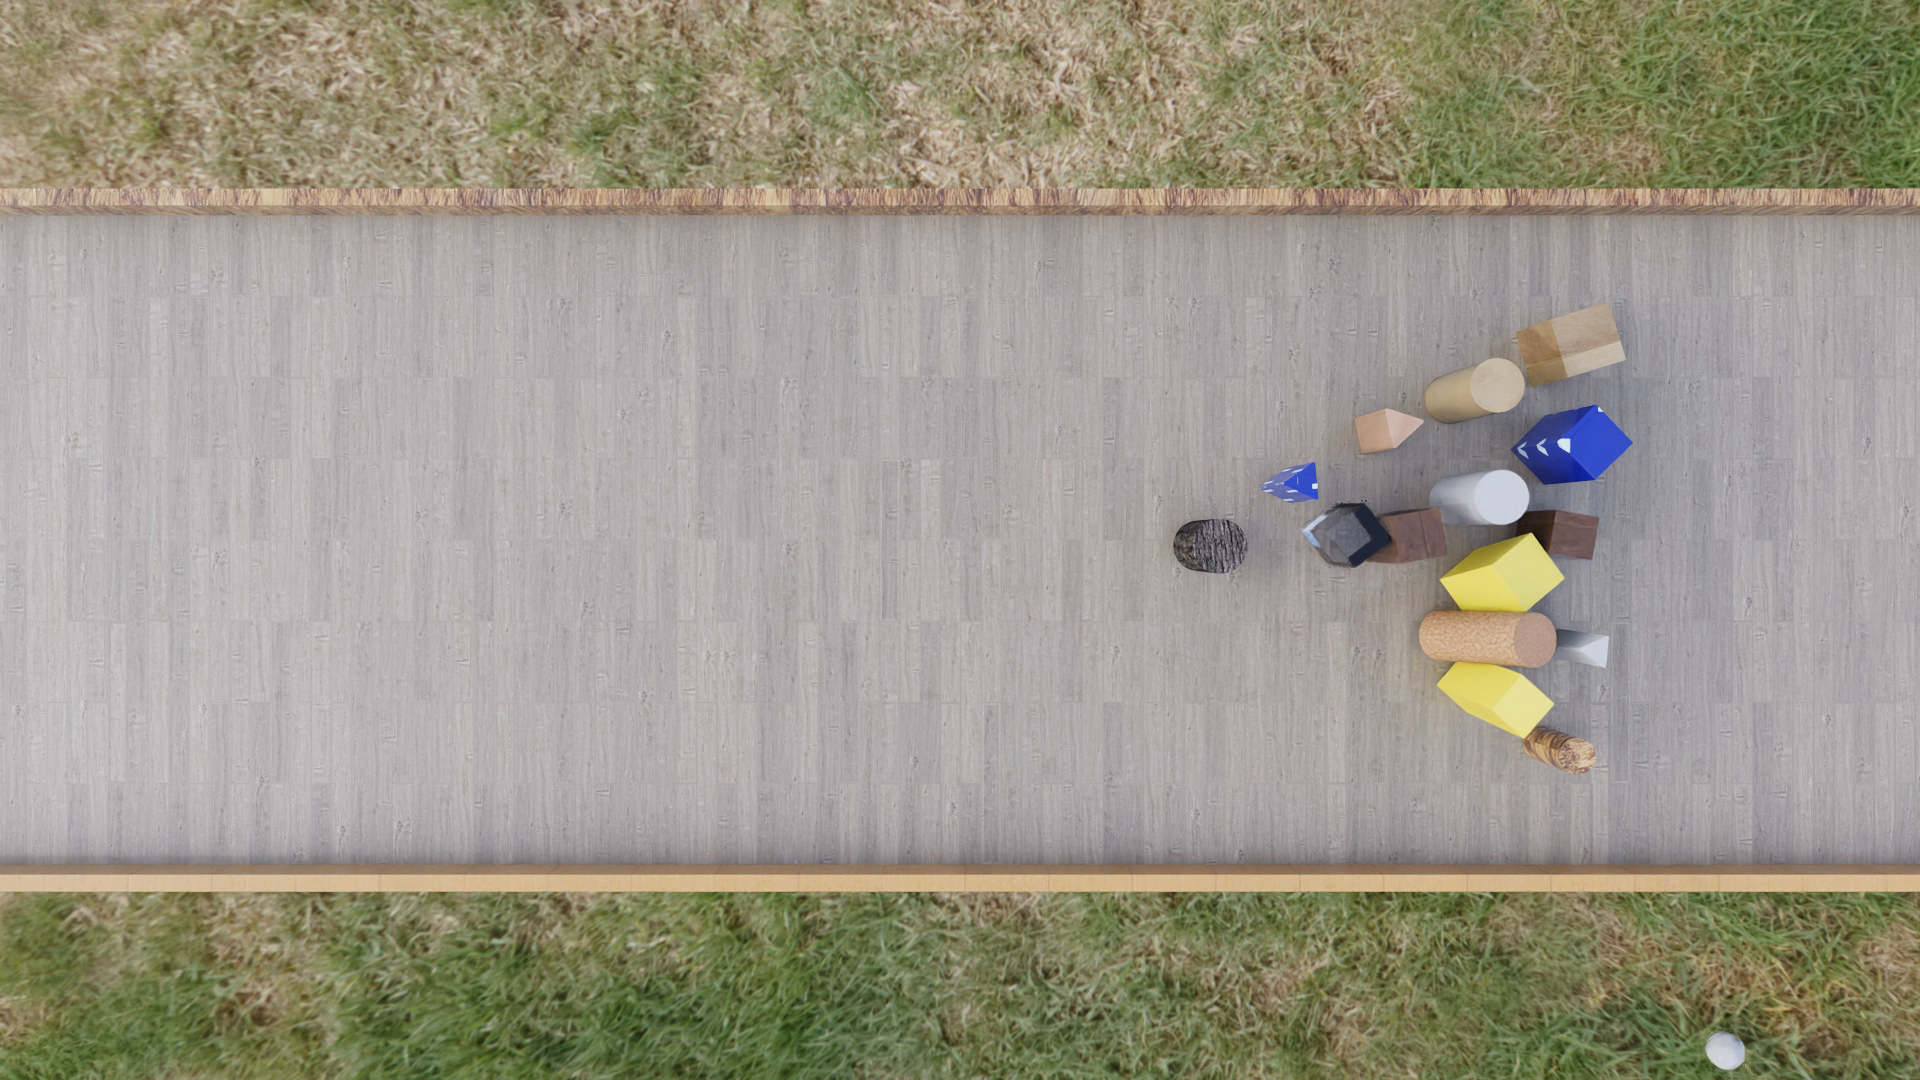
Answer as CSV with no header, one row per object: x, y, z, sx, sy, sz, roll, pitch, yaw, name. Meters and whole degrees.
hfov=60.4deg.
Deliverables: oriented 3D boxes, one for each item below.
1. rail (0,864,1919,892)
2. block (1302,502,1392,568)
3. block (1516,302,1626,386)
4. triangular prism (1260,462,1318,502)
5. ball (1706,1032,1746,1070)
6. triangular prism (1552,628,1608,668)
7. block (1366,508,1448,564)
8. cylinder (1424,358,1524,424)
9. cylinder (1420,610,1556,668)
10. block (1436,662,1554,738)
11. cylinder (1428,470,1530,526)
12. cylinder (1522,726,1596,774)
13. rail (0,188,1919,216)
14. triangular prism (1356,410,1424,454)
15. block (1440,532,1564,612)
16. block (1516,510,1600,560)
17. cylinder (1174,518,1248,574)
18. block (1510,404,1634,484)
-2.247,1.025,5.001,12.000,0.150,0.050,0,90,0,rail
1.144,-0.015,4.895,0.134,0.361,0.134,-37,90,1,block
1.819,-0.580,4.925,0.176,0.302,0.176,-17,90,0,block
0.989,-0.179,4.885,0.106,0.382,0.092,25,90,0,triangular prism
4.528,3.020,9.754,0.216,0.216,0.216,0,90,0,ball
1.821,0.305,4.884,0.089,0.386,0.077,36,90,0,triangular prism
1.306,-0.012,4.879,0.137,0.395,0.137,-10,90,0,block
1.505,-0.433,4.848,0.153,0.456,0.153,0,90,0,cylinder
1.548,0.287,4.856,0.155,0.413,0.155,0,89,-23,cylinder
1.572,0.455,4.865,0.131,0.409,0.131,41,90,-7,block
1.520,-0.121,4.851,0.154,0.451,0.154,0,90,0,cylinder
1.783,0.625,4.921,0.107,0.312,0.107,0,90,0,cylinder
-2.247,-1.025,5.002,12.000,0.150,0.050,0,90,0,rail
1.250,-0.338,4.895,0.115,0.363,0.099,-42,90,0,triangular prism
1.609,0.116,4.908,0.165,0.303,0.165,-36,90,-16,block
1.775,-0.014,4.921,0.127,0.310,0.127,9,90,0,block
0.734,0.018,4.867,0.156,0.419,0.156,0,90,0,cylinder
1.800,-0.277,4.874,0.151,0.404,0.151,-44,90,0,block
